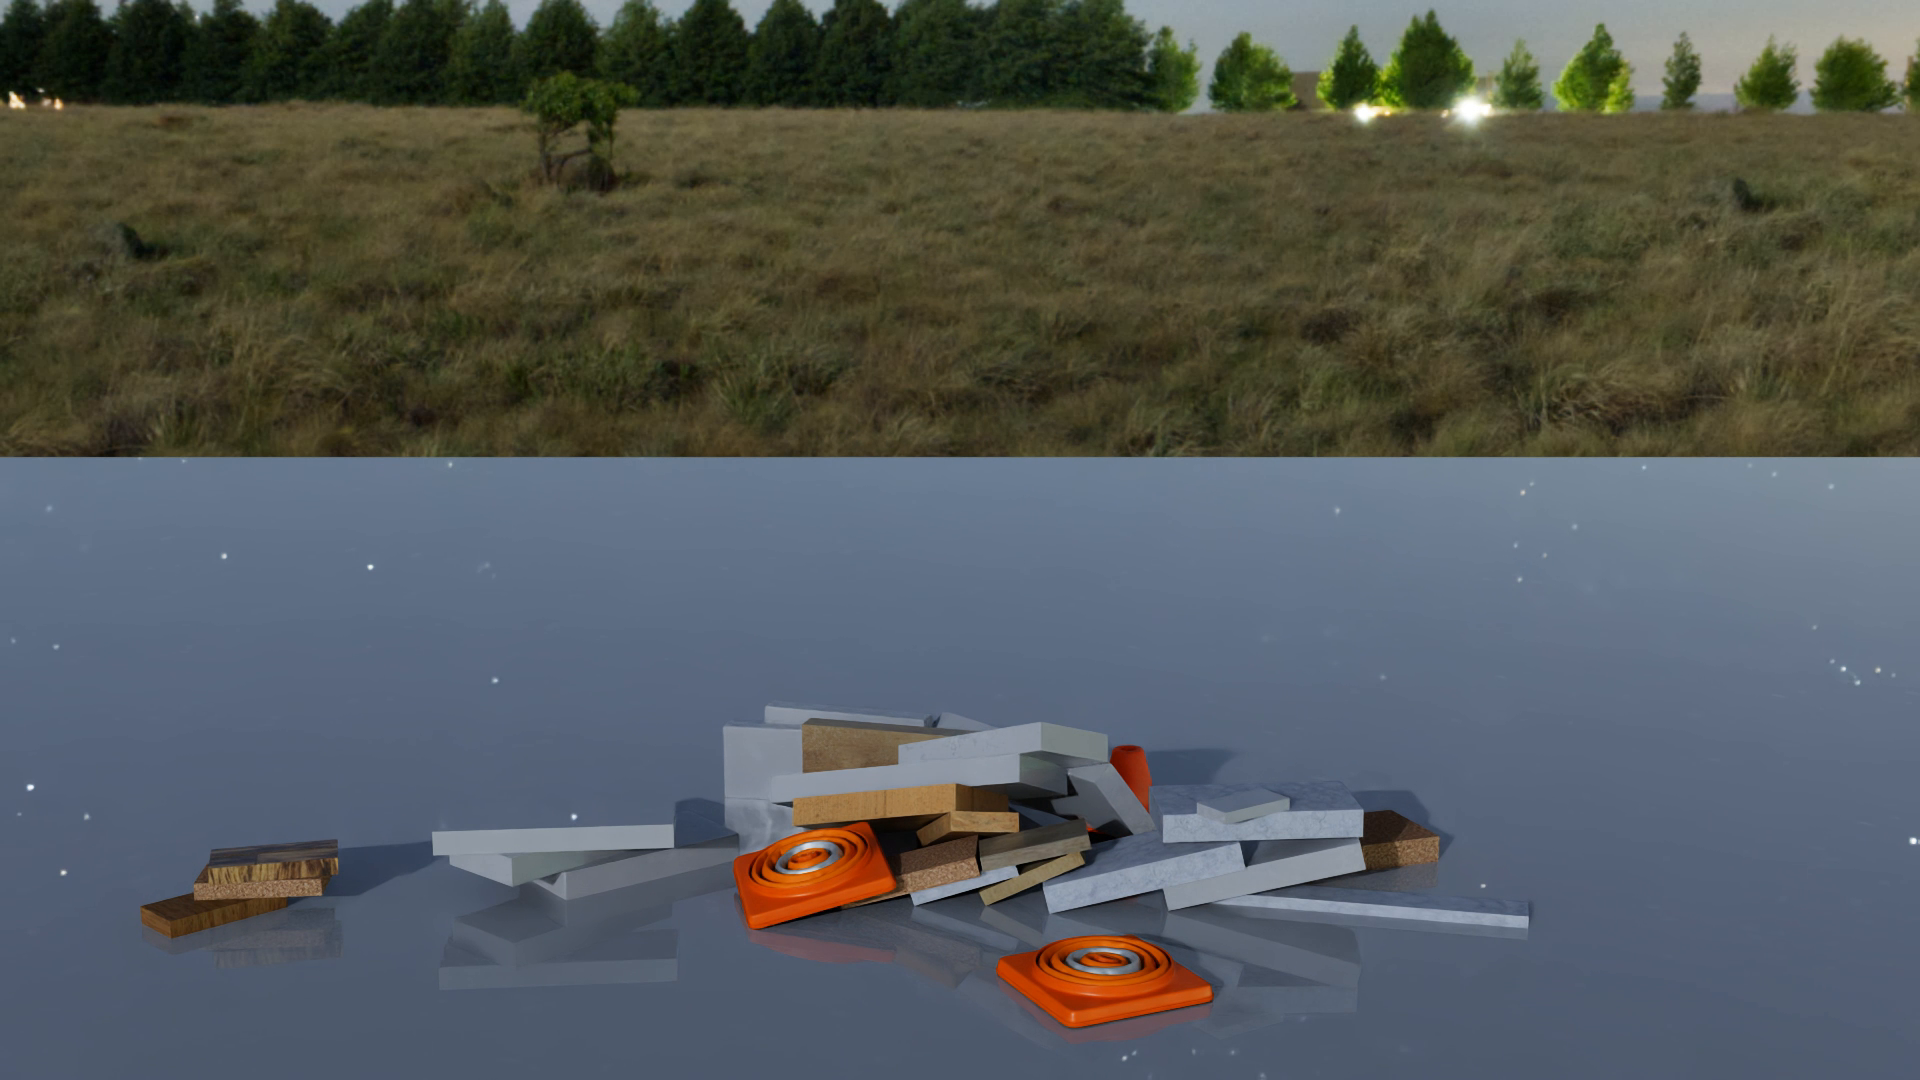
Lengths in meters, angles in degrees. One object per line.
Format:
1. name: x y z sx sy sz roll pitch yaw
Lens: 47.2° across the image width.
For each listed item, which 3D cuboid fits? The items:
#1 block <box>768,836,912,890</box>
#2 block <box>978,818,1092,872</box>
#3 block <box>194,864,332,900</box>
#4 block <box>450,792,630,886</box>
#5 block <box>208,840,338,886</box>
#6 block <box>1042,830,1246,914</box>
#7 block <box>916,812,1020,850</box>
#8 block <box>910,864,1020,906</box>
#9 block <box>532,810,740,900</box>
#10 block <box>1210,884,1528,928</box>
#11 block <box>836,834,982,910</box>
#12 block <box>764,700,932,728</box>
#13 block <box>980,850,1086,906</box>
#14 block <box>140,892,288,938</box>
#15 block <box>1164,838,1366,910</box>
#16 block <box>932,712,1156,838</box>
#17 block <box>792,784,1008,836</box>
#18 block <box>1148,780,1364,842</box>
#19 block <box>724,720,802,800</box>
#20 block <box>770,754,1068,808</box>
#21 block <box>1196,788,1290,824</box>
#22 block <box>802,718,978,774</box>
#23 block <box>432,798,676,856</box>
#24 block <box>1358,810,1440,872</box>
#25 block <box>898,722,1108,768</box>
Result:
1. block: -0.200 0.553 3.777 0.235 0.033 0.117 -4 11 -20
2. block: 0.122 0.500 3.611 0.180 0.026 0.090 -12 10 2
3. block: -1.143 0.557 3.611 0.201 0.028 0.100 -1 11 -6
4. block: -0.677 0.505 3.735 0.169 0.048 0.338 9 14 40
5. block: -1.126 0.529 3.611 0.201 0.028 0.100 -3 11 -15
6. block: 0.301 0.533 3.635 0.326 0.046 0.163 -14 9 5
7. block: 0.011 0.500 3.765 0.117 0.033 0.235 3 -16 -15
8. block: 0.009 0.555 3.643 0.180 0.026 0.090 -17 9 6
9. block: -0.570 0.542 3.799 0.338 0.048 0.169 -8 13 -37
10. block: 0.667 0.593 3.598 0.509 0.019 0.068 2 11 13
11. block: -0.082 0.548 3.636 0.235 0.033 0.117 -14 9 6
12. block: -0.214 0.405 4.220 0.325 0.162 0.046 3 11 18
13. block: 0.121 0.544 3.638 0.180 0.026 0.090 -25 8 9
14. block: -1.209 0.595 3.567 0.100 0.028 0.201 10 14 43
15. block: 0.498 0.530 3.638 0.326 0.046 0.163 -13 10 7
16. block: 0.143 0.429 4.011 0.046 0.162 0.556 -46 26 -19
17. block: -0.104 0.470 3.817 0.338 0.048 0.169 -9 -18 32
18. block: 0.485 0.447 3.627 0.326 0.046 0.163 -1 10 -3
19. block: -0.307 0.424 4.177 0.282 0.141 0.040 2 11 11
20. block: -0.076 0.430 3.854 0.506 0.048 0.170 -8 -17 29
21. block: 0.457 0.429 3.545 0.137 0.019 0.068 -8 12 -33
22. block: -0.123 0.430 4.068 0.339 0.170 0.048 3 11 16
23. block: -0.669 0.476 3.651 0.388 0.040 0.141 -1 11 -6
24. block: 0.653 0.534 3.847 0.325 0.046 0.162 -4 11 -20
25. block: 0.072 0.371 3.815 0.339 0.048 0.170 -14 -20 43
